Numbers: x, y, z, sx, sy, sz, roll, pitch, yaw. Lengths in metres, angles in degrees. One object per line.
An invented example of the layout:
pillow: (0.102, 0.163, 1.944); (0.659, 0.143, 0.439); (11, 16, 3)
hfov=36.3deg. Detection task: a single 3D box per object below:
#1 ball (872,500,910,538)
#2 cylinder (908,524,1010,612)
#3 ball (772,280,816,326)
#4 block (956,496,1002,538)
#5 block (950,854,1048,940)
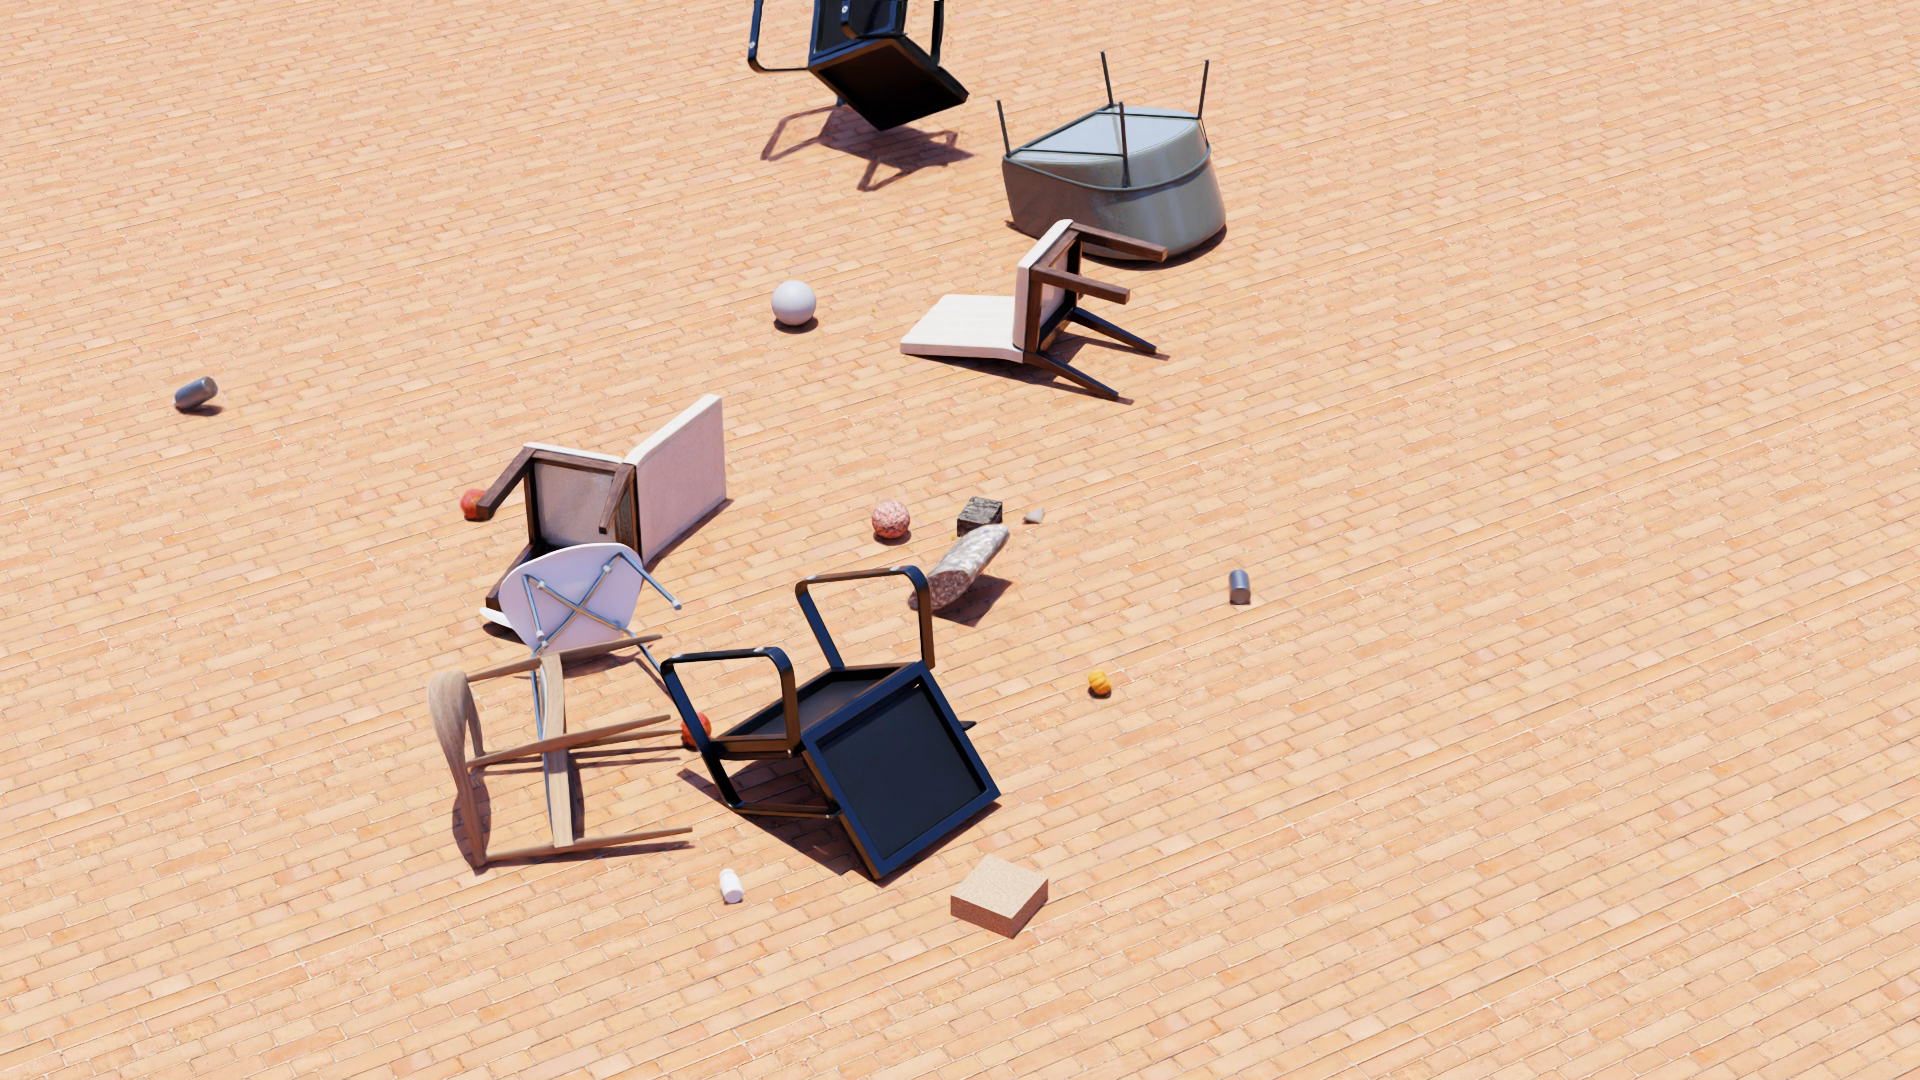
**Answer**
ball: (-0.258, -0.078, 10.931); (0.145, 0.145, 0.145); (0, 33, 0)
cylinder: (-0.002, 0.101, 10.578); (0.317, 0.122, 0.328); (-31, 11, 40)
ball: (-0.696, -0.993, 12.278); (0.191, 0.191, 0.191); (0, 33, 0)
block: (0.074, -0.078, 10.990); (0.122, 0.081, 0.168); (11, 35, 17)
block: (0.123, 1.115, 9.176); (0.220, 0.084, 0.229); (18, 38, 26)
